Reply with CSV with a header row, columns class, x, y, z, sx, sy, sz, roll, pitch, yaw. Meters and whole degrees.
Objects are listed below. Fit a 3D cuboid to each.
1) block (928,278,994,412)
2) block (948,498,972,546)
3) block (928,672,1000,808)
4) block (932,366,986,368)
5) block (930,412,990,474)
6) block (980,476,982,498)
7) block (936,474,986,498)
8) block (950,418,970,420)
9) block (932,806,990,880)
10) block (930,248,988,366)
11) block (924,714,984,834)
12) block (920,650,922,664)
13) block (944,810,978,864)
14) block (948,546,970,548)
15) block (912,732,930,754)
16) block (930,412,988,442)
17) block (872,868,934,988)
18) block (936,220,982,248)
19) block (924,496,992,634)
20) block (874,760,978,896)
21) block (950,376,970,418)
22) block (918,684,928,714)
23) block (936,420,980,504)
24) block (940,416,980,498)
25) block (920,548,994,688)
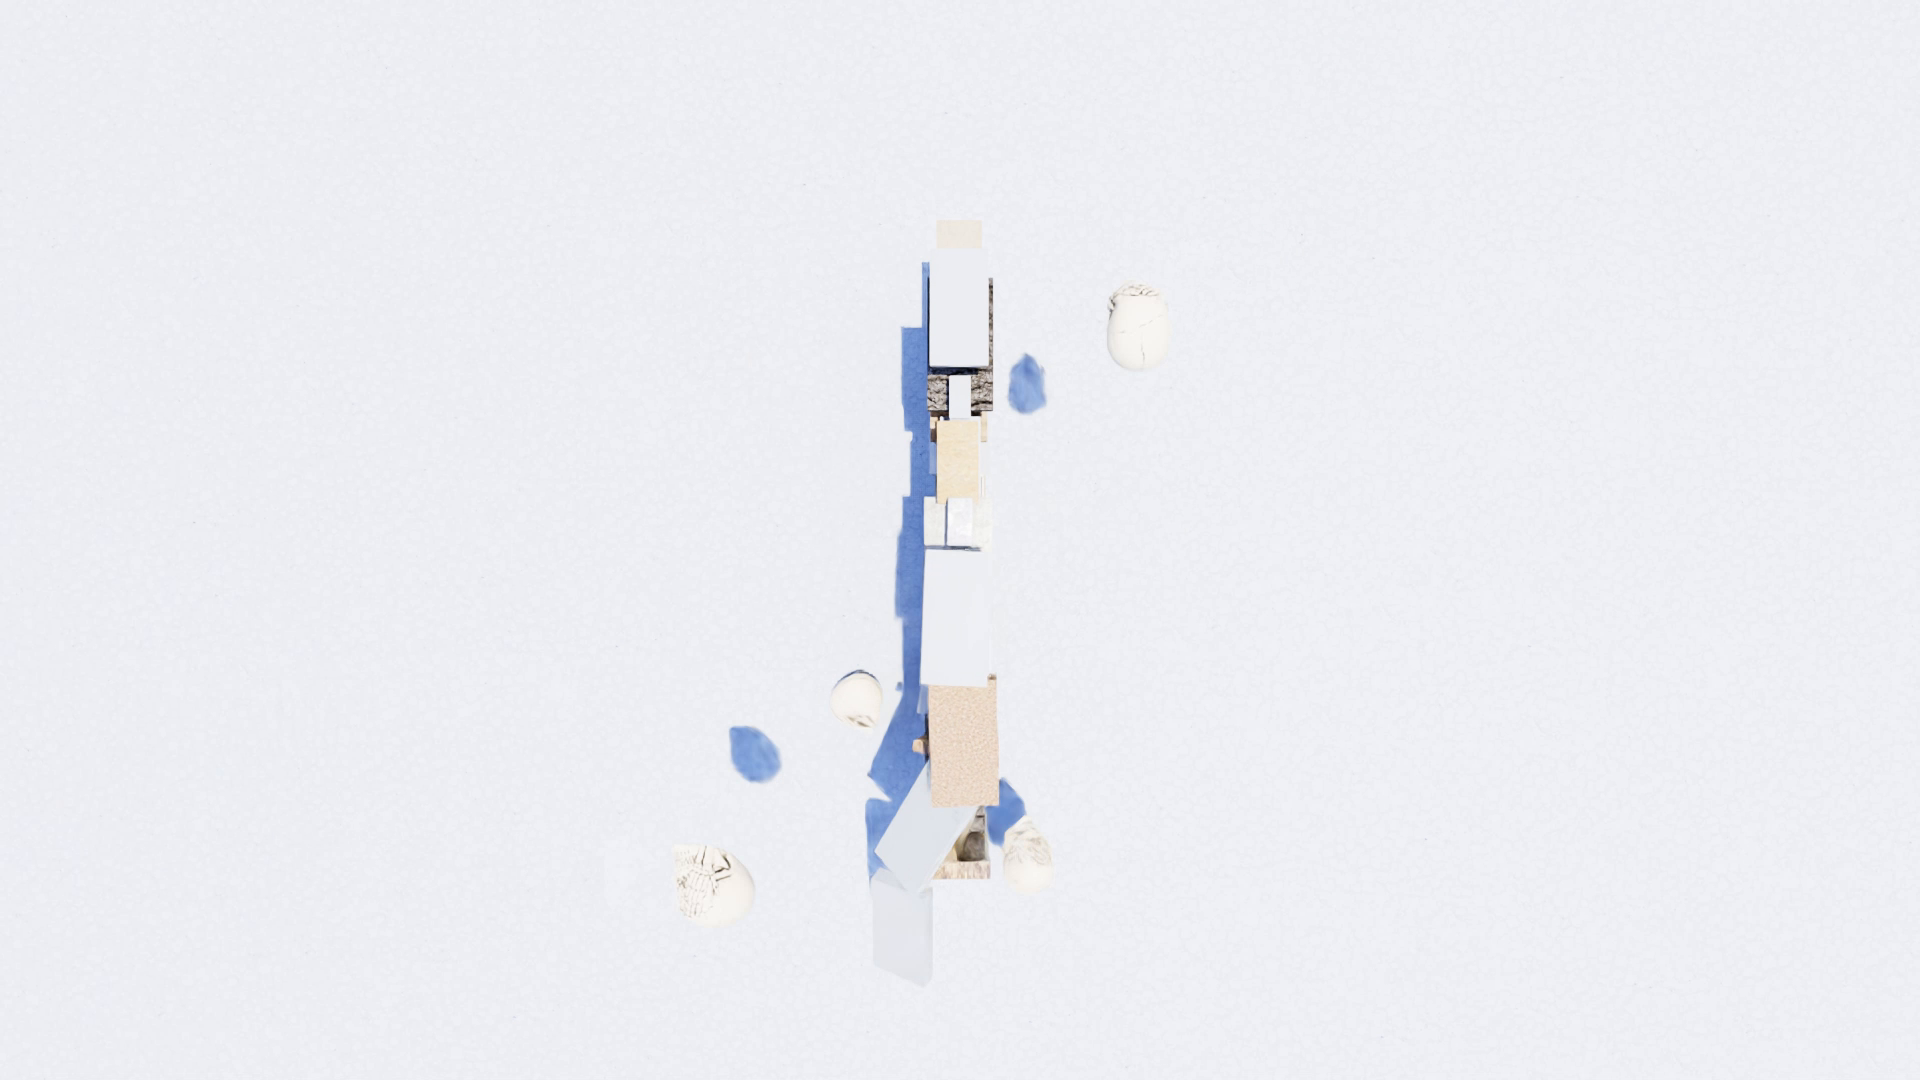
class,x,y,z,sx,sy,sz,roll,pitch,yaw
block,0.001,-0.479,4.055,0.162,0.046,0.324,0,90,0
block,0.000,-0.042,3.898,0.057,0.016,0.113,1,89,0
block,0.009,0.468,3.851,0.158,0.045,0.317,-2,107,0
block,-0.002,-0.440,3.900,0.132,0.264,0.037,0,90,0
block,-0.002,-0.362,4.772,0.172,0.049,0.344,0,90,0
block,0.001,-0.052,4.819,0.132,0.037,0.264,0,90,0
block,0.002,-0.271,5.163,0.158,0.045,0.315,0,90,0
block,0.000,-0.306,4.051,0.050,0.238,0.014,0,90,0
block,-0.002,0.865,4.961,0.165,1.077,0.047,-1,92,0
block,-0.002,-0.527,3.749,0.132,0.037,0.264,0,90,0
block,-0.014,0.672,4.772,0.174,0.049,0.347,1,87,1
block,-0.011,0.269,3.994,0.150,0.539,0.043,2,91,1
block,-0.061,0.790,4.568,0.165,0.330,0.047,2,107,11
block,-0.002,0.004,3.963,0.057,0.113,0.016,1,82,0
block,-0.046,0.547,4.416,0.103,0.434,0.029,13,88,7
block,-0.003,-0.415,4.423,0.152,0.043,0.303,0,90,0
block,-0.156,1.058,4.495,0.165,0.047,0.330,17,126,24
block,-0.002,-0.774,4.668,0.128,0.036,0.256,0,90,0
block,-0.005,0.062,4.043,0.166,0.047,0.331,1,89,0
block,-0.069,0.696,4.141,0.045,0.528,0.158,-26,65,-40
block,0.000,-0.340,3.925,0.050,0.014,0.100,0,90,0
block,-0.016,0.319,4.424,0.155,0.044,0.310,8,91,0
block,-0.005,-0.186,3.957,0.099,0.028,0.198,0,90,0
block,0.001,-0.210,4.184,0.102,0.029,0.203,0,90,0
block,-0.007,0.174,3.699,0.150,0.043,0.301,3,92,0
